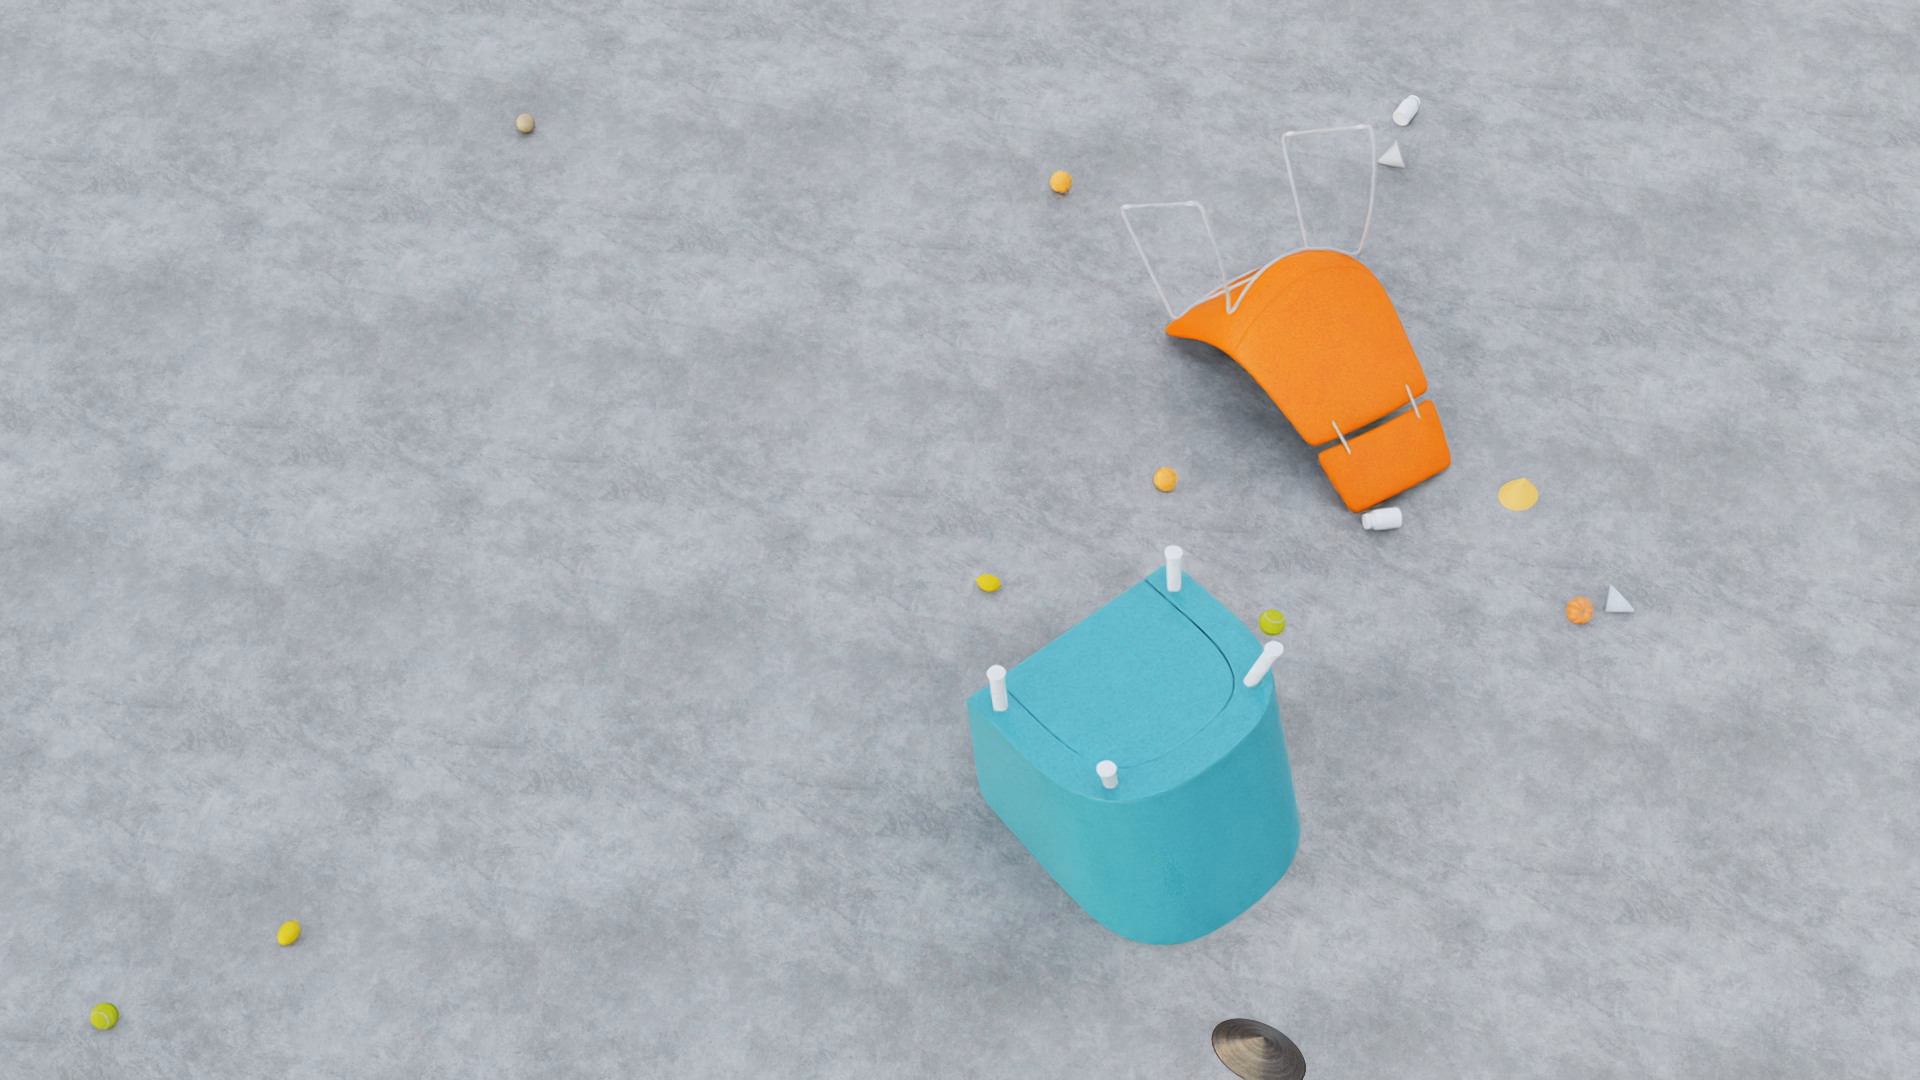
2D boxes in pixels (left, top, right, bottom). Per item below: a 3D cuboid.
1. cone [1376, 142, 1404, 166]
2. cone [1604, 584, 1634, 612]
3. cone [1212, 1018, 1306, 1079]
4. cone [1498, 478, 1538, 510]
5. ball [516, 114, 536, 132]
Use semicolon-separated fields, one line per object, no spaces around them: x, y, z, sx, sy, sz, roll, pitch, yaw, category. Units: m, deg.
1.443;-1.289;7.418;0.087;0.072;0.107;-17;54;16;cone
1.911;0.190;6.430;0.065;0.058;0.107;-39;68;4;cone
0.772;1.295;5.636;0.258;0.114;0.164;25;60;16;cone
1.693;-0.162;6.626;0.128;0.094;0.109;-28;60;-17;cone
-1.479;-1.420;7.488;0.064;0.064;0.064;0;56;0;ball
